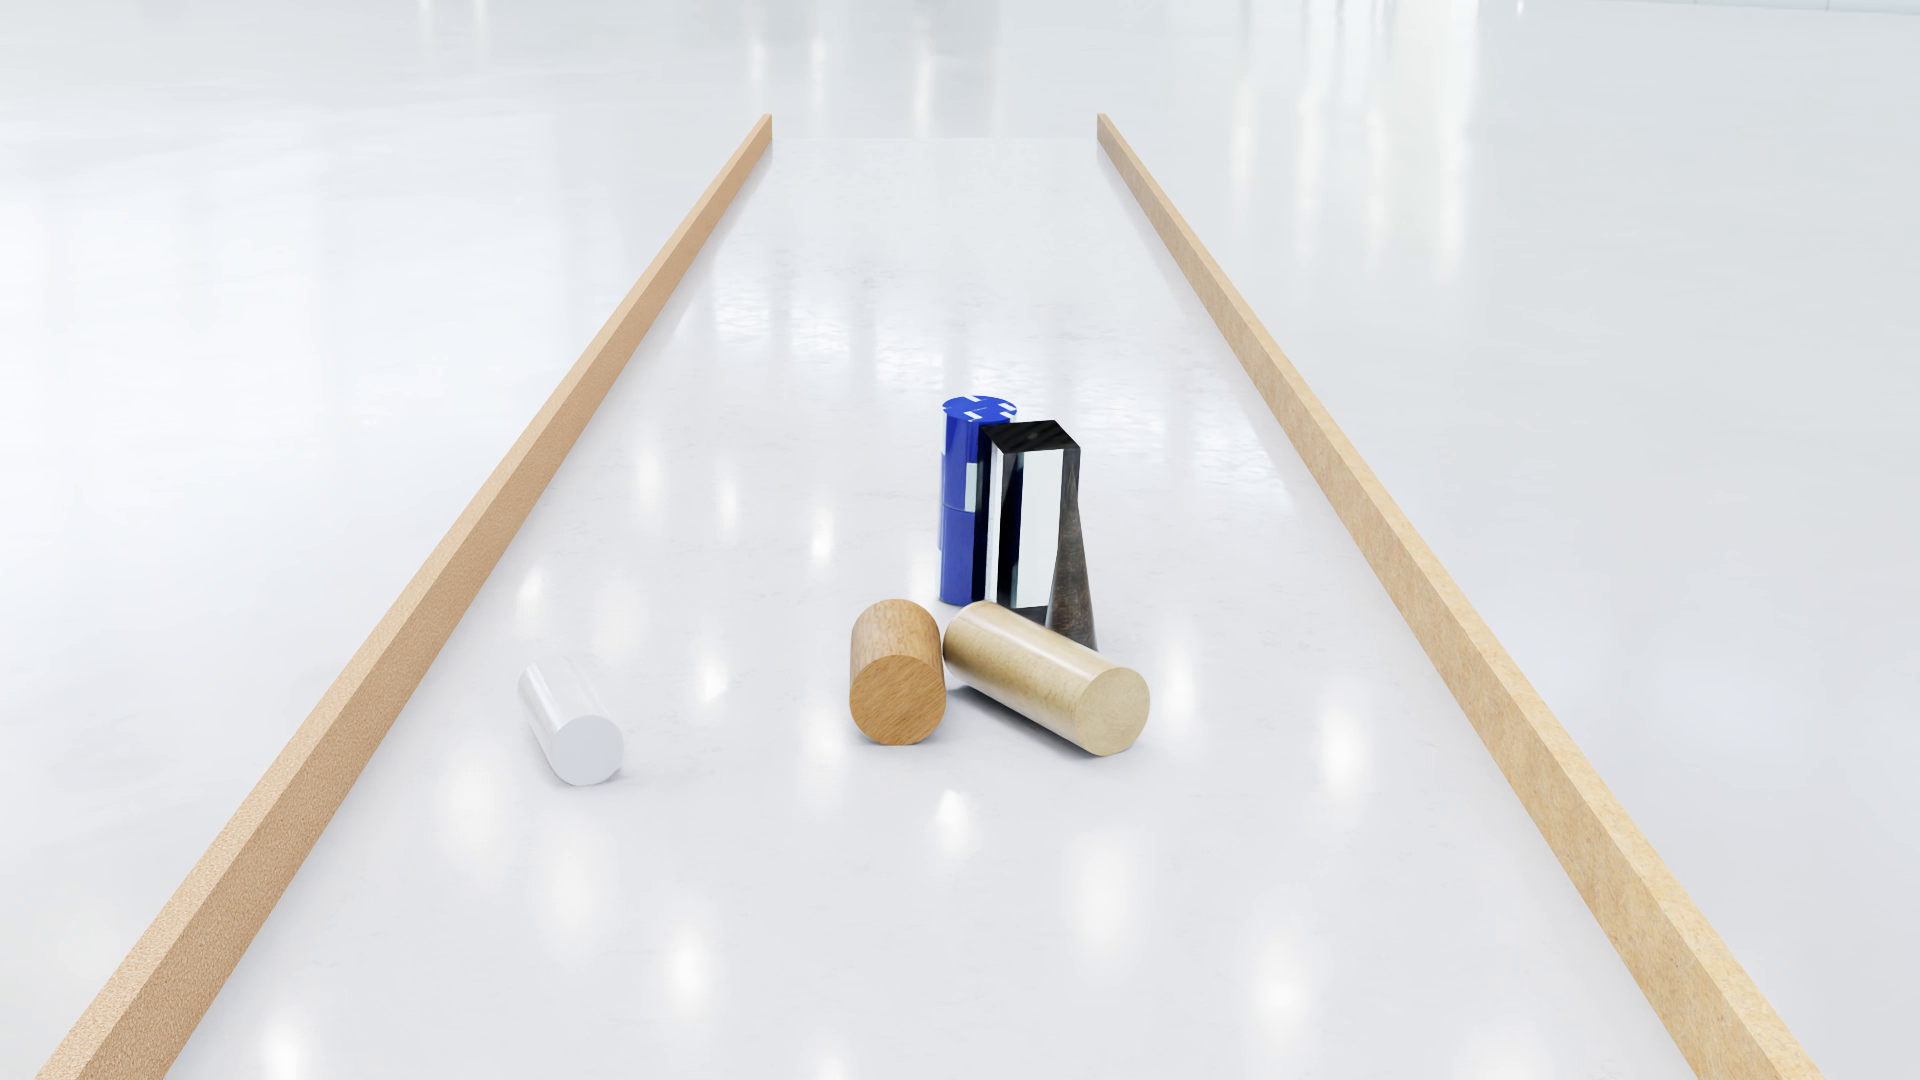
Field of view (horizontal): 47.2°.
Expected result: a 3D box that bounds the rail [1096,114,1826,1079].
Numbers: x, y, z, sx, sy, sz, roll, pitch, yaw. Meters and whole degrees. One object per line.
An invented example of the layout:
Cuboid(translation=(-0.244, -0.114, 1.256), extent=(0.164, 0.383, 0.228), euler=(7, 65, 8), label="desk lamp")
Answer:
Cuboid(translation=(0.932, -0.844, 7.801), extent=(0.050, 0.150, 12.000), euler=(0, 17, -1), label="rail")

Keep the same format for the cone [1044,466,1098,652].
Cuboid(translation=(0.220, 0.041, 4.370), extent=(0.121, 0.409, 0.121), euler=(0, 17, 0), label="cone")

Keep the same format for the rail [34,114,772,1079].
Cuboid(translation=(-1.118, -0.838, 7.780), extent=(0.050, 0.150, 12.000), euler=(0, 17, -1), label="rail")

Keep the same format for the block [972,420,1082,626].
Cuboid(translation=(0.135, -0.030, 4.595), extent=(0.167, 0.400, 0.167), euler=(-5, 25, -16), label="block")

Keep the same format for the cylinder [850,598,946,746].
Cuboid(translation=(-0.118, 0.242, 4.106), extent=(0.175, 0.175, 0.324), euler=(-1, 17, -2), label="cylinder")

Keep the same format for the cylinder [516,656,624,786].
Cuboid(translation=(-0.698, 0.319, 3.928), extent=(0.130, 0.130, 0.326), euler=(-6, 18, -20), label="cylinder")

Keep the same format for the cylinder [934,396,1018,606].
Cuboid(translation=(0.033, -0.082, 4.725), extent=(0.160, 0.427, 0.160), euler=(2, 24, -1), label="cylinder")

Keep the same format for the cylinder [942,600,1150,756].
Cuboid(translation=(0.154, 0.251, 4.091), extent=(0.166, 0.166, 0.446), euler=(-10, 19, -31), label="cylinder")
